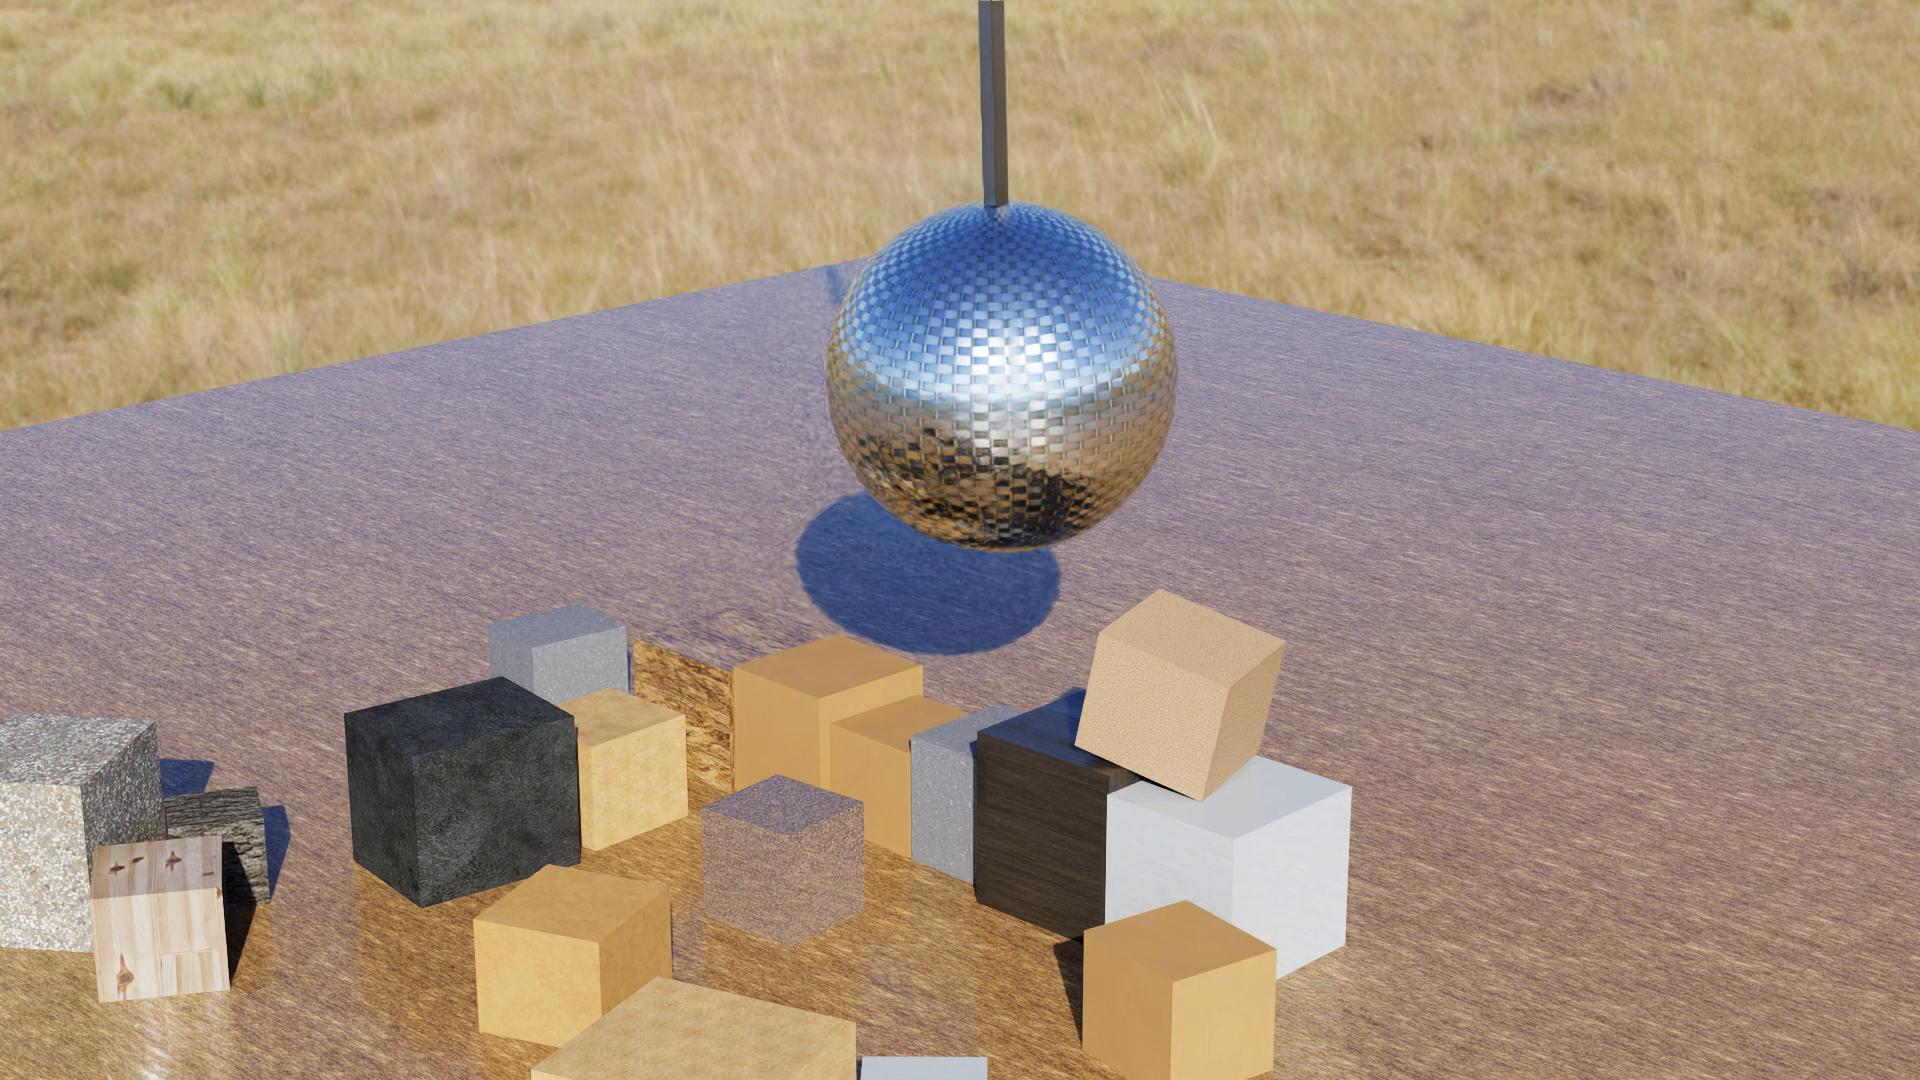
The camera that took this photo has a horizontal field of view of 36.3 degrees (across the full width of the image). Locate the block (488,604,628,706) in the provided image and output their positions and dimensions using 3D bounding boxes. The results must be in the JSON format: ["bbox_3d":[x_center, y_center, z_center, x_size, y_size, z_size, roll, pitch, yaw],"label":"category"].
[{"bbox_3d":[-2.114,0.668,15.445,0.562,0.464,0.466,-13,22,-36],"label":"block"}]

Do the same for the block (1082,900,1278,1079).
[{"bbox_3d":[0.868,1.828,11.650,0.521,0.526,0.566,-12,21,-33],"label":"block"}]

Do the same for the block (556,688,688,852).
[{"bbox_3d":[-1.709,1.087,14.016,0.549,0.521,0.587,15,23,40],"label":"block"}]

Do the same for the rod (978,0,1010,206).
[{"bbox_3d":[0.081,-3.950,12.185,0.080,5.200,0.080,17,26,42],"label":"rod"}]

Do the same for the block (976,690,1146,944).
[{"bbox_3d":[0.616,1.230,13.057,0.765,0.823,0.763,16,23,41],"label":"block"}]

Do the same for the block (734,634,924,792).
[{"bbox_3d":[-0.639,0.923,14.308,0.671,0.660,0.628,-16,24,-42],"label":"block"}]

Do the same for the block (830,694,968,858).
[{"bbox_3d":[-0.222,1.114,13.930,0.560,0.522,0.539,-16,24,-42],"label":"block"}]

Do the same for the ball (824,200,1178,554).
[{"bbox_3d":[0.187,-0.741,13.305,1.600,1.600,1.600,0,17,0],"label":"ball"}]

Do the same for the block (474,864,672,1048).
[{"bbox_3d":[-1.582,1.717,12.046,0.576,0.500,0.593,7,19,21],"label":"block"}]

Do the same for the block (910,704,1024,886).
[{"bbox_3d":[0.165,1.183,13.553,0.585,0.616,0.518,-17,24,-42],"label":"block"}]

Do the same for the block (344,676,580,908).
[{"bbox_3d":[-2.286,1.145,13.486,0.819,0.729,0.671,-13,22,-35],"label":"block"}]

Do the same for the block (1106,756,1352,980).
[{"bbox_3d":[1.149,1.420,12.590,0.689,0.741,0.797,16,24,42],"label":"block"}]

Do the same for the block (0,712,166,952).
[{"bbox_3d":[-4.009,1.283,12.972,0.677,0.773,0.795,3,18,8],"label":"block"}]

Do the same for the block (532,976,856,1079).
[{"bbox_3d":[-0.907,2.129,10.196,0.814,0.824,0.797,9,19,25],"label":"block"}]

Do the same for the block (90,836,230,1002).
[{"bbox_3d":[-3.393,1.604,12.461,0.531,0.468,0.564,-4,18,-13],"label":"block"}]

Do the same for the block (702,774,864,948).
[{"bbox_3d":[-0.780,1.413,12.975,0.516,0.524,0.493,14,22,37],"label":"block"}]

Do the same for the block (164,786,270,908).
[{"bbox_3d":[-3.351,1.396,13.217,0.413,0.412,0.397,-5,18,-16],"label":"block"}]

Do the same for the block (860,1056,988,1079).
[{"bbox_3d":[-0.132,2.189,10.648,0.460,0.439,0.489,0,17,1],"label":"block"}]

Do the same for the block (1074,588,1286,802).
[{"bbox_3d":[0.946,0.658,12.584,0.620,0.561,0.571,23,29,23],"label":"block"}]

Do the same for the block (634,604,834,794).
[{"bbox_3d":[-1.118,0.788,14.780,0.727,0.633,0.739,17,24,42],"label":"block"}]
